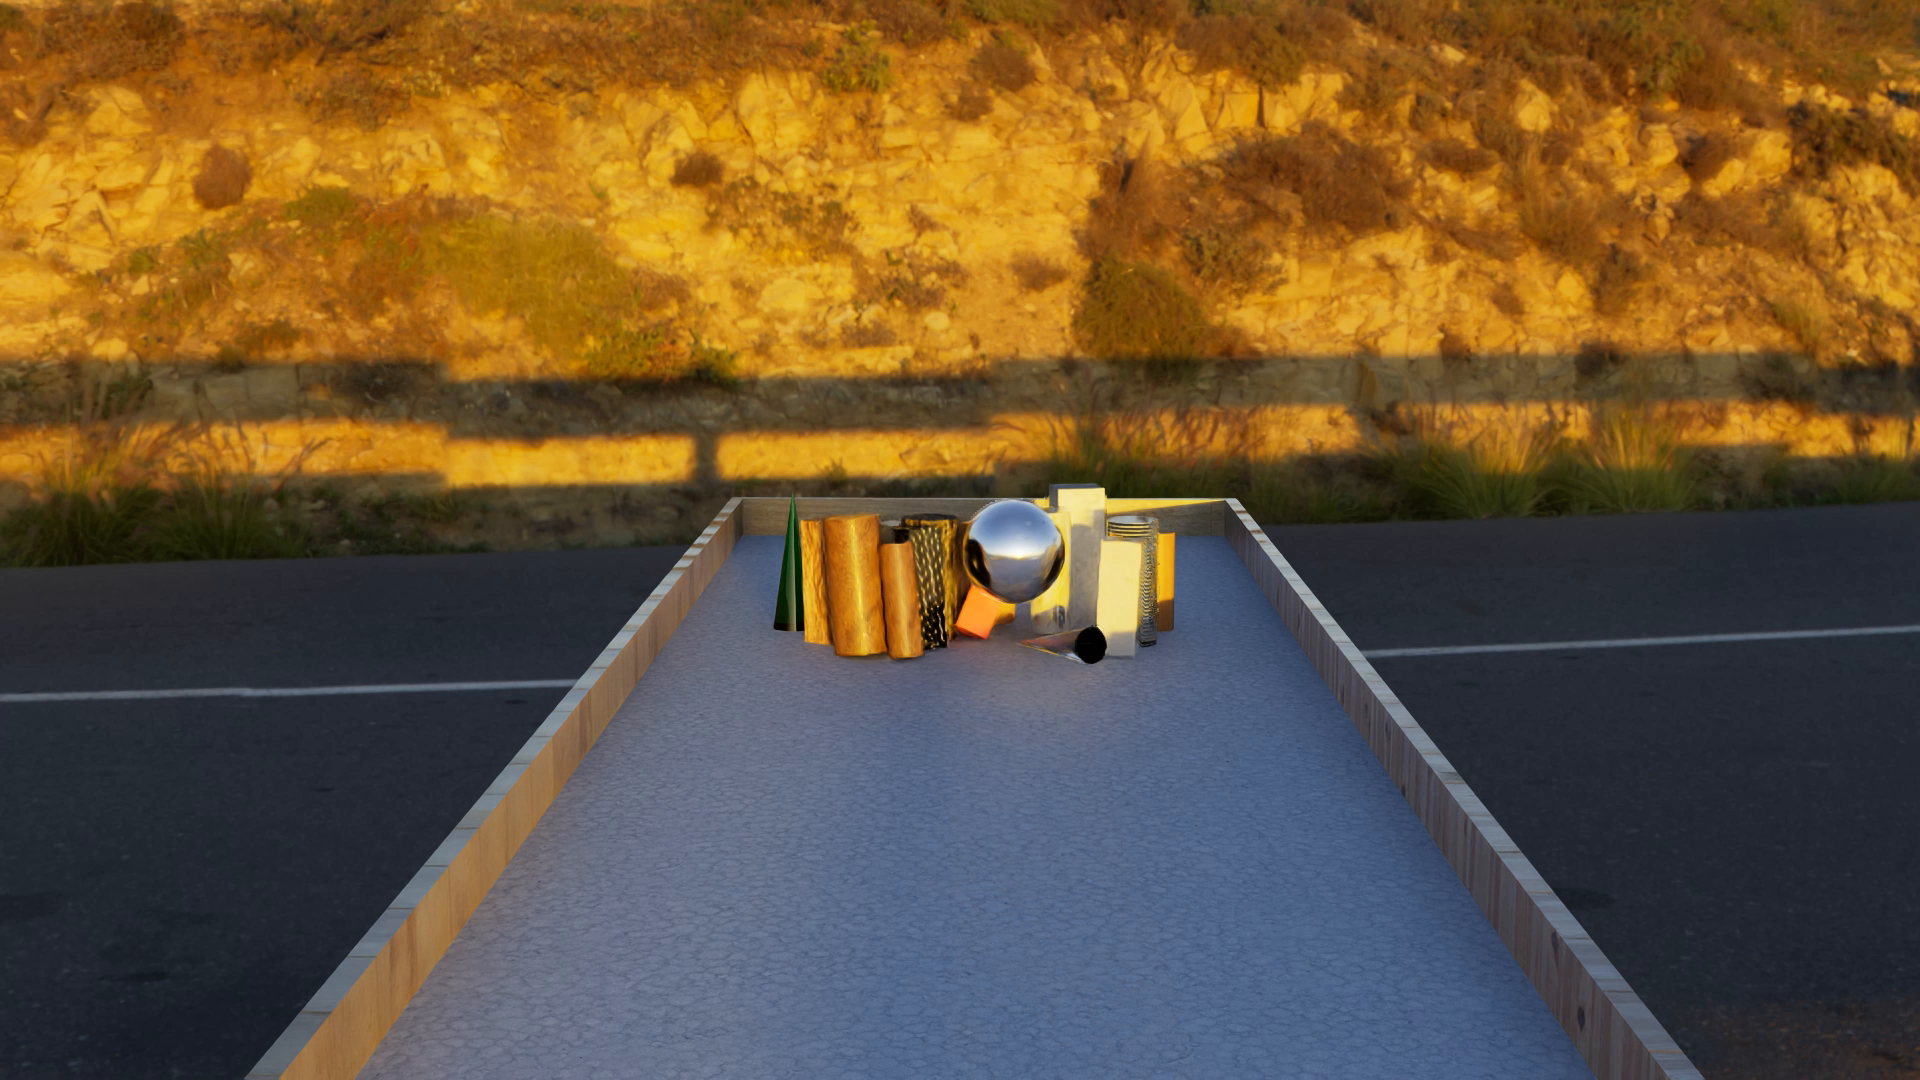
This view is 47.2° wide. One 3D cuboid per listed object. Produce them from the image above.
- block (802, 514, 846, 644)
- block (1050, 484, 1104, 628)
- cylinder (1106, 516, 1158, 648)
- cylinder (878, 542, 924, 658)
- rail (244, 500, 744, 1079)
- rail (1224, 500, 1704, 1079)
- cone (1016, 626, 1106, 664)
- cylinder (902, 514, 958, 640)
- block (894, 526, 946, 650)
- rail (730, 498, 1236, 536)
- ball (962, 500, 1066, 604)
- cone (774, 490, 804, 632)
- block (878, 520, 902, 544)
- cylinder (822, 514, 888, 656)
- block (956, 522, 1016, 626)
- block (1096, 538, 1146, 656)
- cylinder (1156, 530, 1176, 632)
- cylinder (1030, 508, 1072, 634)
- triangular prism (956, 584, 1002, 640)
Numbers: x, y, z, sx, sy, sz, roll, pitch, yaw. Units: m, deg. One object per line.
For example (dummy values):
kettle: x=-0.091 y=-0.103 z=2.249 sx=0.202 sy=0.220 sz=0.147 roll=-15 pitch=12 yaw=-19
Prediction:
block: x=-0.378 y=0.125 z=6.969 sx=0.169 sy=0.387 sz=0.169 roll=4 pitch=10 yaw=36
block: x=0.384 y=0.050 z=7.232 sx=0.152 sy=0.454 sz=0.152 roll=-2 pitch=8 yaw=-8
cylinder: x=0.541 y=0.130 z=6.932 sx=0.163 sy=0.393 sz=0.163 roll=0 pitch=9 yaw=0
cylinder: x=-0.180 y=0.183 z=6.700 sx=0.105 sy=0.347 sz=0.105 roll=-6 pitch=0 yaw=0
rail: x=-1.004 y=0.839 z=3.234 sx=0.050 sy=0.150 sz=12.000 roll=0 pitch=9 yaw=1
rail: x=1.046 y=0.843 z=3.208 sx=0.050 sy=0.150 sz=12.000 roll=0 pitch=9 yaw=1
cone: x=0.285 y=0.322 z=6.795 sx=0.114 sy=0.114 sz=0.383 roll=-7 pitch=3 yaw=-36
cylinder: x=-0.099 y=0.118 z=7.019 sx=0.178 sy=0.384 sz=0.178 roll=0 pitch=7 yaw=0
block: x=-0.124 y=0.149 z=6.847 sx=0.112 sy=0.373 sz=0.112 roll=-4 pitch=4 yaw=-25
rail: x=0.099 y=-0.098 z=9.147 sx=2.100 sy=0.150 sz=0.050 roll=0 pitch=9 yaw=1
ball: x=0.167 y=0.036 z=6.887 sx=0.326 sy=0.326 sz=0.326 roll=0 pitch=9 yaw=0
cone: x=-0.543 y=0.060 z=7.170 sx=0.138 sy=0.457 sz=0.138 roll=0 pitch=9 yaw=0
block: x=-0.213 y=0.112 z=7.225 sx=0.102 sy=0.338 sz=0.102 roll=6 pitch=11 yaw=33
cylinder: x=-0.318 y=0.137 z=6.758 sx=0.173 sy=0.416 sz=0.173 roll=-5 pitch=4 yaw=0
block: x=0.073 y=0.108 z=7.216 sx=0.145 sy=0.332 sz=0.145 roll=-6 pitch=5 yaw=-39
block: x=0.494 y=0.174 z=6.759 sx=0.122 sy=0.348 sz=0.122 roll=4 pitch=5 yaw=12
cylinder: x=0.647 y=0.131 z=7.162 sx=0.102 sy=0.320 sz=0.102 roll=0 pitch=9 yaw=0
cylinder: x=0.292 y=0.099 z=7.091 sx=0.132 sy=0.393 sz=0.132 roll=0 pitch=8 yaw=0
triangular prism: x=0.090 y=0.121 z=7.077 sx=0.113 sy=0.398 sz=0.098 roll=26 pitch=-16 yaw=-16
